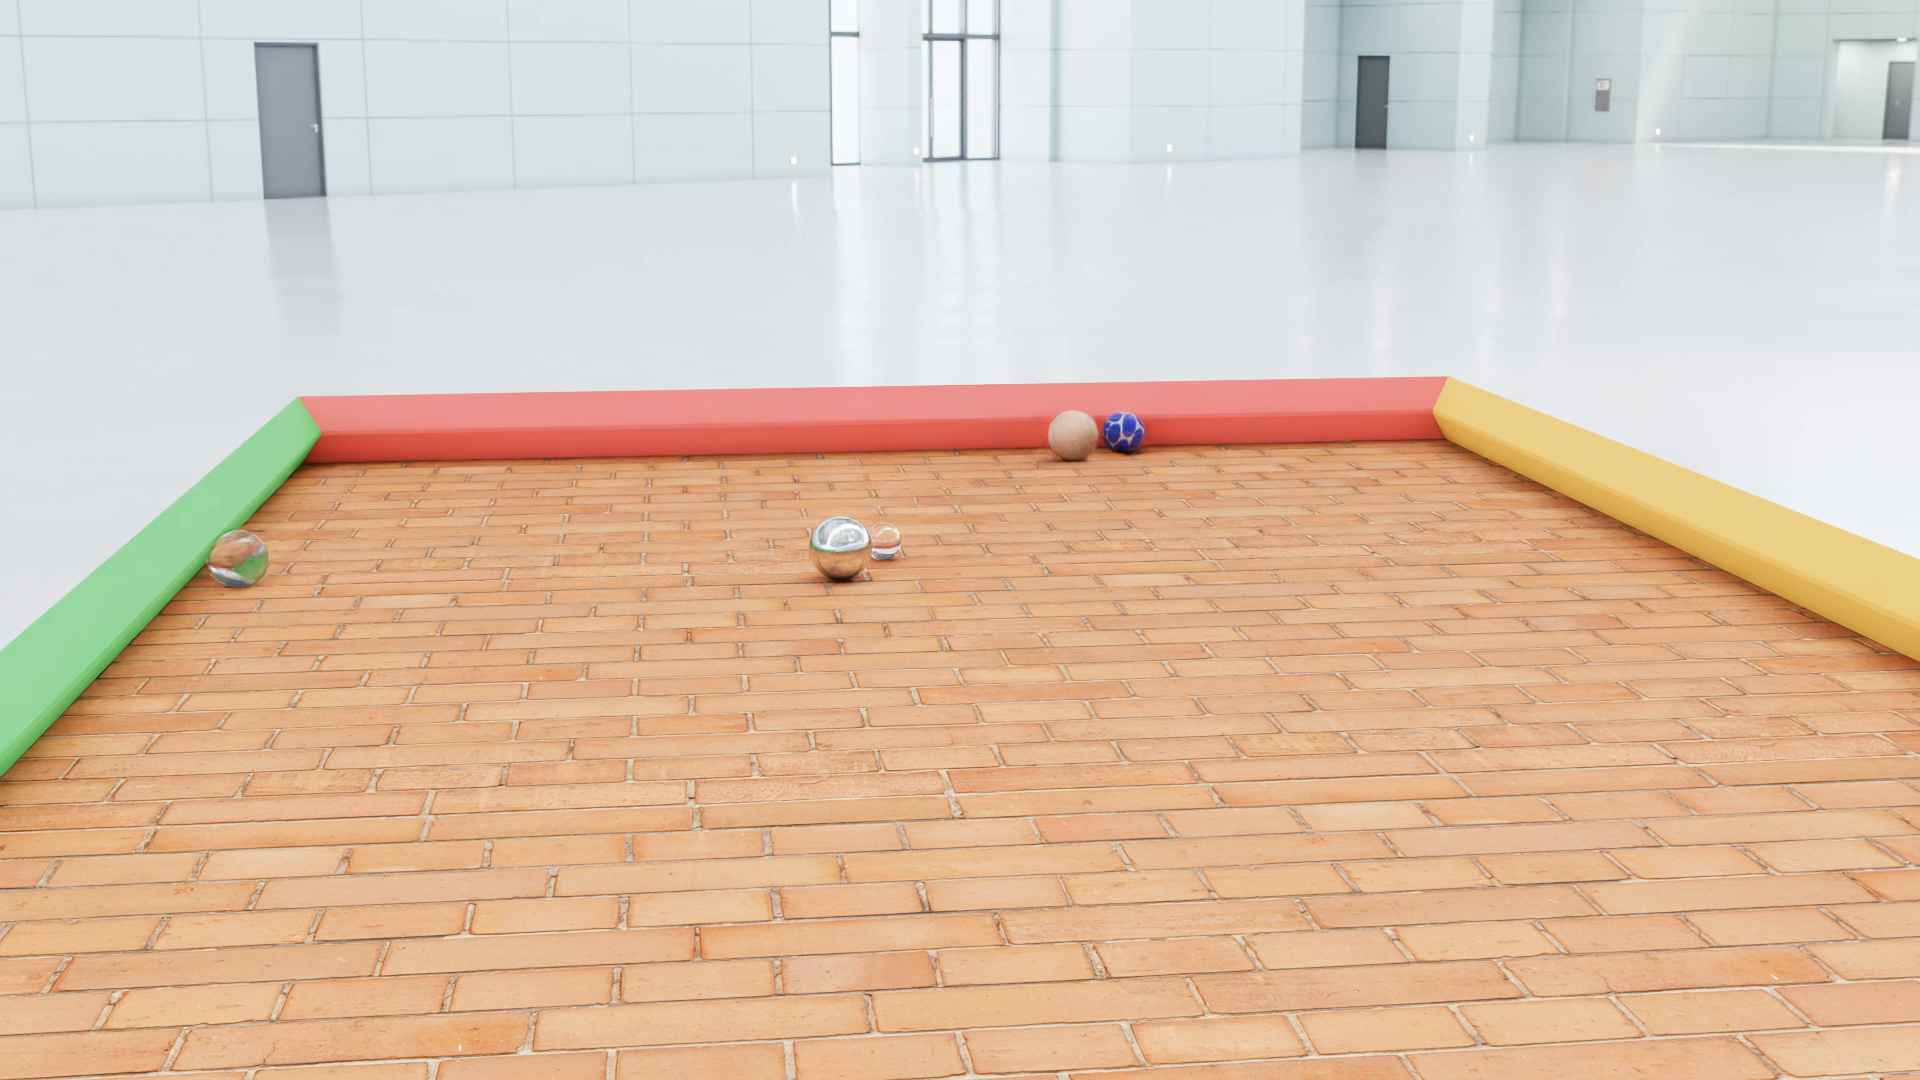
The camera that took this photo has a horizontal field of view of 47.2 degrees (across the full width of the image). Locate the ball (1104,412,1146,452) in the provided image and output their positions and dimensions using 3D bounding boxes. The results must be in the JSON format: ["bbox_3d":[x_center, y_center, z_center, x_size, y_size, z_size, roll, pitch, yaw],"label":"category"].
[{"bbox_3d":[0.306,-0.200,4.072,0.076,0.076,0.076,0,12,0],"label":"ball"}]

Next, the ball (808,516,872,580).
[{"bbox_3d":[-0.165,0.011,3.045,0.088,0.088,0.088,0,12,0],"label":"ball"}]

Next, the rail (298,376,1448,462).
[{"bbox_3d":[-0.124,-0.222,4.068,2.145,0.119,0.045,-2,12,-7],"label":"rail"}]

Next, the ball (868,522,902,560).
[{"bbox_3d":[-0.111,0.002,3.171,0.054,0.054,0.054,0,12,0],"label":"ball"}]

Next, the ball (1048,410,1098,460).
[{"bbox_3d":[0.204,-0.190,3.986,0.092,0.092,0.092,0,12,0],"label":"ball"}]

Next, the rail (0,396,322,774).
[{"bbox_3d":[-0.914,0.211,2.018,0.045,0.119,4.006,-2,12,-7],"label":"rail"}]

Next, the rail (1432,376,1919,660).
[{"bbox_3d":[1.167,0.157,2.277,0.045,0.119,4.006,-2,12,-7],"label":"rail"}]

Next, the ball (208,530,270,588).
[{"bbox_3d":[-0.983,0.026,2.998,0.079,0.079,0.079,0,12,0],"label":"ball"}]
